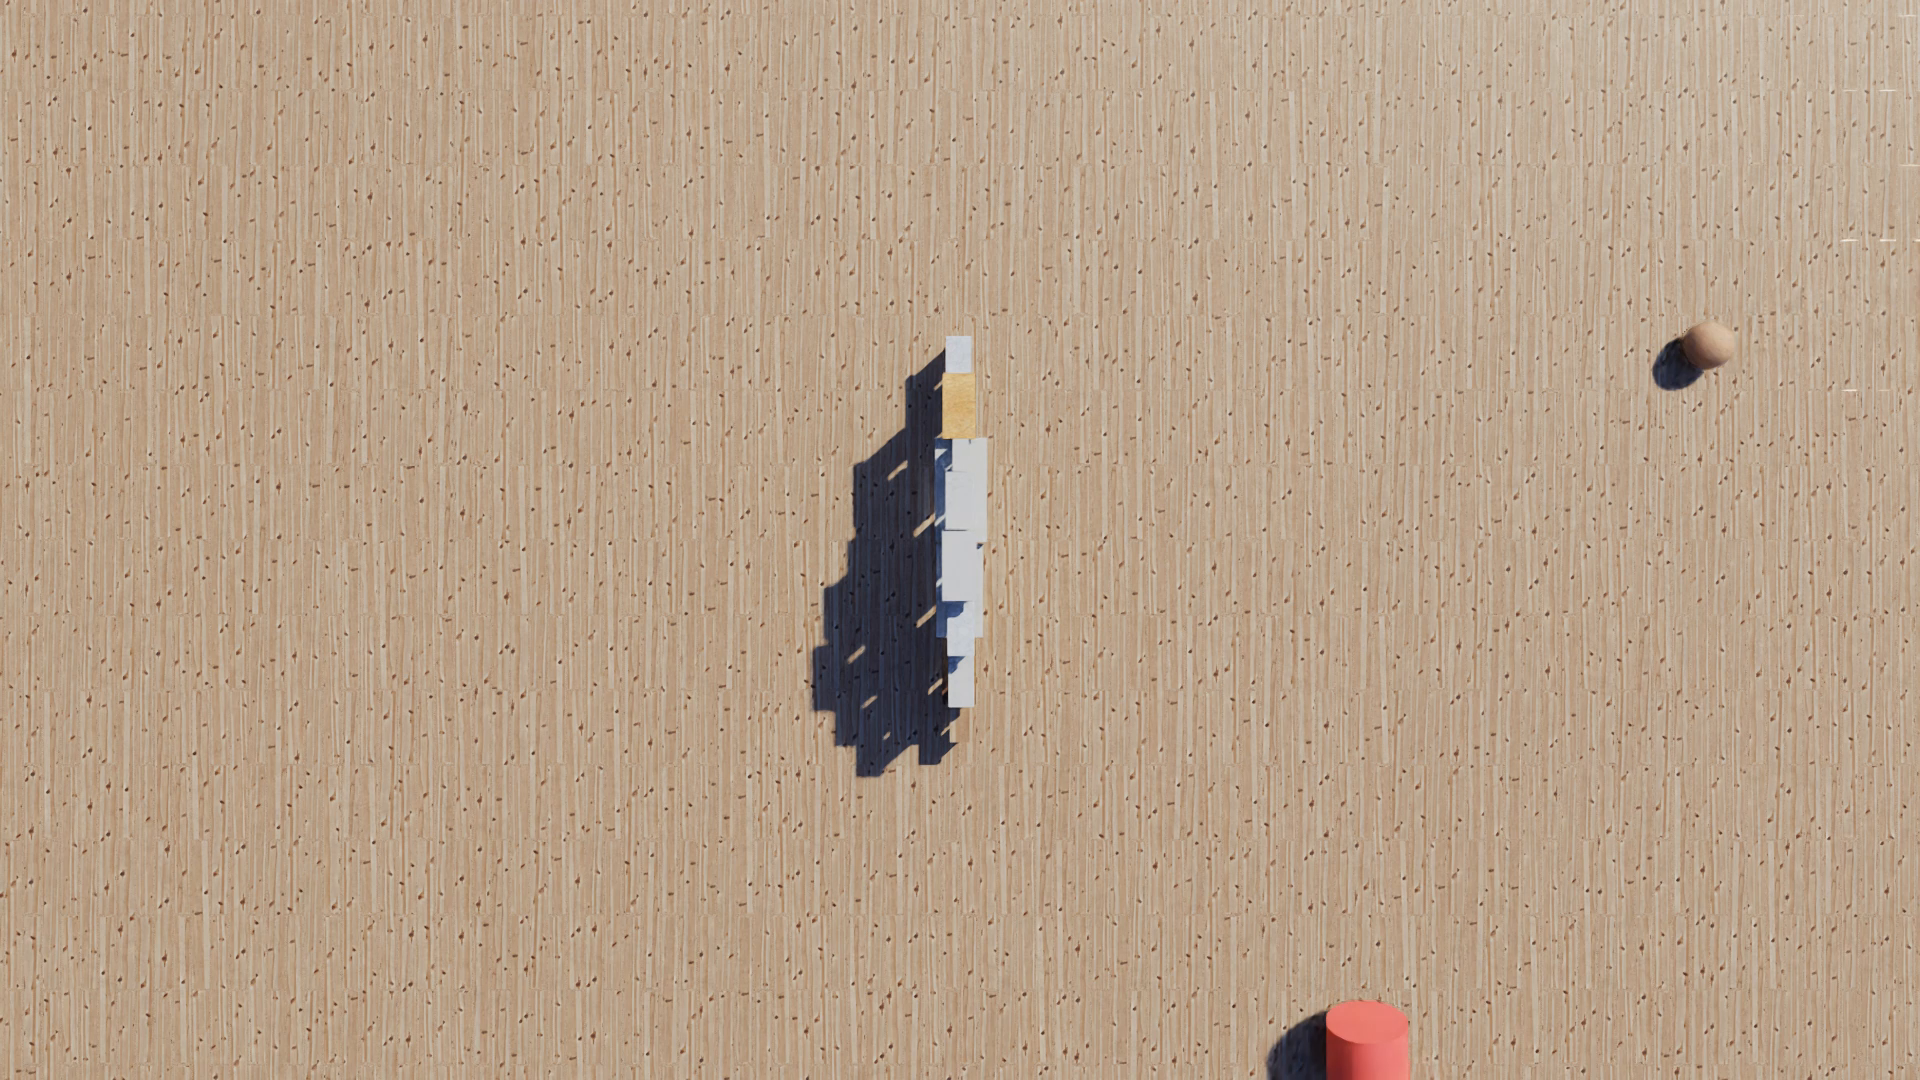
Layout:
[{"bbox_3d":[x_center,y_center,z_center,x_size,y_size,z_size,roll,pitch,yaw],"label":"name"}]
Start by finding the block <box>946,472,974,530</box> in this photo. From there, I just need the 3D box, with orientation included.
[{"bbox_3d":[-0.001,-0.118,4.946,0.086,0.024,0.171,0,90,0],"label":"block"}]

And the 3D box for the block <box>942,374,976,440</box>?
[{"bbox_3d":[-0.003,-0.413,5.096,0.101,0.029,0.202,0,90,0],"label":"block"}]

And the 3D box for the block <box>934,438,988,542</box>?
[{"bbox_3d":[0.003,-0.156,5.152,0.162,0.046,0.325,0,90,0],"label":"block"}]

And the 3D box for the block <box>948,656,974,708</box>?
[{"bbox_3d":[0.004,0.435,5.084,0.080,0.023,0.159,0,90,0],"label":"block"}]

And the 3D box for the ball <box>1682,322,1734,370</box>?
[{"bbox_3d":[2.461,-0.640,5.422,0.156,0.156,0.156,0,90,0],"label":"ball"}]

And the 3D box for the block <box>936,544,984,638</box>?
[{"bbox_3d":[-0.001,0.158,5.186,0.147,0.042,0.293,0,90,0],"label":"block"}]

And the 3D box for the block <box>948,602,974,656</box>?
[{"bbox_3d":[0.003,0.268,4.989,0.082,0.023,0.165,0,90,0],"label":"block"}]

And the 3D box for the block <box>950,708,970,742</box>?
[{"bbox_3d":[-0.001,0.593,5.364,0.063,0.018,0.127,0,90,0],"label":"block"}]

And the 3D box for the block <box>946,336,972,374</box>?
[{"bbox_3d":[-0.005,-0.575,5.324,0.082,0.023,0.165,0,90,0],"label":"block"}]

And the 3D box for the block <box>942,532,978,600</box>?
[{"bbox_3d":[-0.001,0.077,4.907,0.104,0.029,0.207,0,90,0],"label":"block"}]

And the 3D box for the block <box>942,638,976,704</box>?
[{"bbox_3d":[-0.003,0.417,5.270,0.108,0.030,0.215,0,90,0],"label":"block"}]

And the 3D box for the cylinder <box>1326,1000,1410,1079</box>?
[{"bbox_3d":[1.320,1.677,5.342,0.261,0.261,0.261,-5,104,0],"label":"cylinder"}]

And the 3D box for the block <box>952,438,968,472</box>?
[{"bbox_3d":[0.002,-0.258,5.022,0.050,0.014,0.100,0,90,0],"label":"block"}]

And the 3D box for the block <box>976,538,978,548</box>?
[{"bbox_3d":[-0.001,0.008,5.026,0.104,0.207,0.029,0,90,0],"label":"block"}]
